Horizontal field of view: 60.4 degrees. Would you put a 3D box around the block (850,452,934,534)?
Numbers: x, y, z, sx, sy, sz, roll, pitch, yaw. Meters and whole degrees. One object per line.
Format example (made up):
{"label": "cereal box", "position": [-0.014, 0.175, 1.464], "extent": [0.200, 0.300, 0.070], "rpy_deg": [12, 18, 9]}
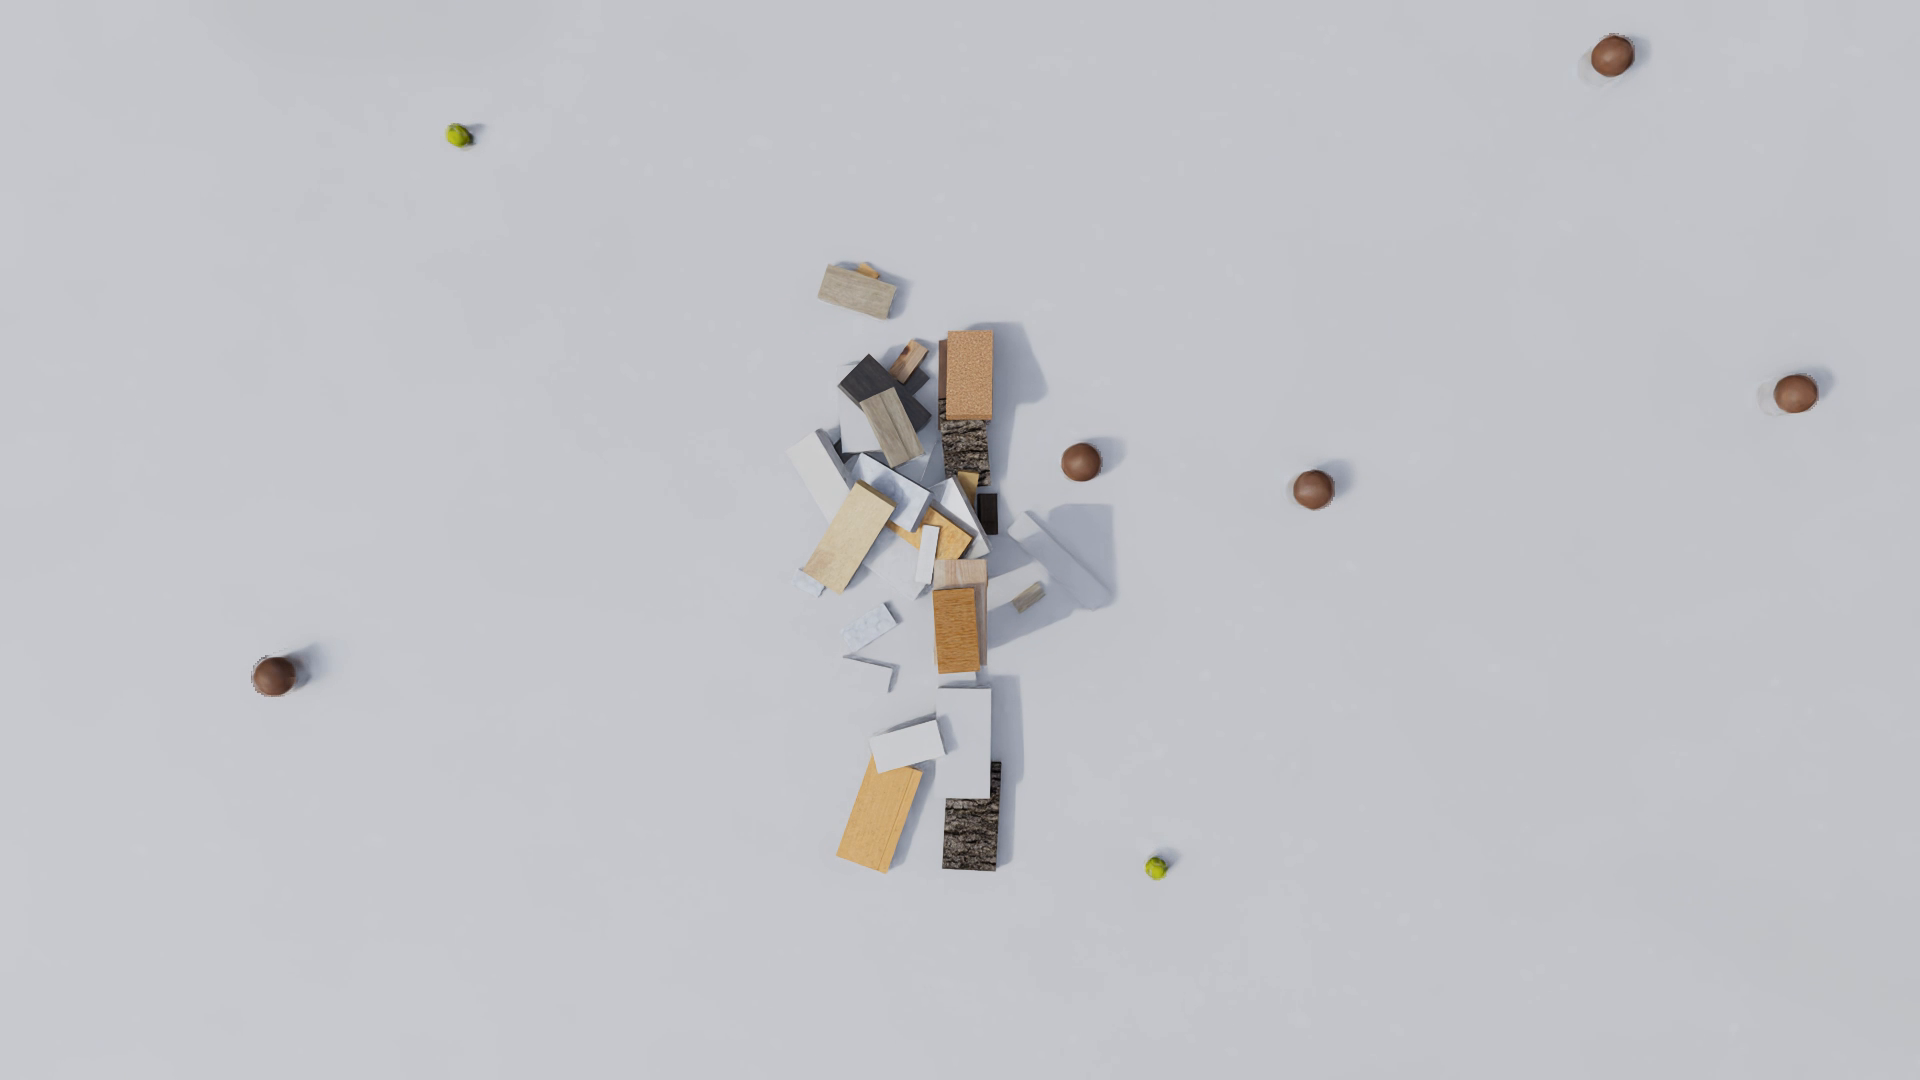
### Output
{"label": "block", "position": [-0.235, -0.156, 5.408], "extent": [0.291, 0.041, 0.145], "rpy_deg": [31, 99, 24]}

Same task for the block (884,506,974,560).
{"label": "block", "position": [-0.105, -0.033, 5.422], "extent": [0.275, 0.039, 0.138], "rpy_deg": [36, 101, 7]}

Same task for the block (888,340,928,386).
{"label": "block", "position": [-0.172, -0.590, 5.476], "extent": [0.070, 0.020, 0.140], "rpy_deg": [34, 87, 18]}

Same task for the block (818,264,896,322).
{"label": "block", "position": [-0.342, -0.820, 5.463], "extent": [0.237, 0.034, 0.118], "rpy_deg": [18, 90, 0]}

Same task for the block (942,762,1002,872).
{"label": "block", "position": [0.039, 0.913, 5.475], "extent": [0.178, 0.050, 0.356], "rpy_deg": [3, 90, 0]}

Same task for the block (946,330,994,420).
{"label": "block", "position": [0.032, -0.540, 5.393], "extent": [0.149, 0.042, 0.297], "rpy_deg": [0, 72, 3]}

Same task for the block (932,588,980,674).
{"label": "block", "position": [-0.012, 0.281, 5.105], "extent": [0.129, 0.036, 0.257], "rpy_deg": [-4, 90, 0]}

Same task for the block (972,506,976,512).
{"label": "block", "position": [0.029, -0.036, 5.475], "extent": [0.069, 0.020, 0.138], "rpy_deg": [-13, 101, 5]}

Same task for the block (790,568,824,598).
{"label": "block", "position": [-0.507, 0.144, 5.492], "extent": [0.107, 0.015, 0.054], "rpy_deg": [29, 90, 0]}

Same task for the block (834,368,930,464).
{"label": "block", "position": [-0.285, -0.401, 5.490], "extent": [0.070, 0.020, 0.455], "rpy_deg": [45, 90, 0]}

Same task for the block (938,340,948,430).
{"label": "block", "position": [0.003, -0.512, 5.479], "extent": [0.148, 0.042, 0.297], "rpy_deg": [0, 90, 0]}

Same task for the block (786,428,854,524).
{"label": "block", "position": [-0.439, -0.203, 5.438], "extent": [0.149, 0.042, 0.299], "rpy_deg": [-31, 90, 37]}

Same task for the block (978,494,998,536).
{"label": "block", "position": [0.092, -0.086, 5.472], "extent": [0.069, 0.020, 0.138], "rpy_deg": [-2, 90, -36]}

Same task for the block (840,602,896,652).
{"label": "block", "position": [-0.304, 0.291, 5.488], "extent": [0.173, 0.024, 0.086], "rpy_deg": [-33, 90, 0]}

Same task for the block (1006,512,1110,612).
{"label": "block", "position": [0.325, 0.073, 5.488], "extent": [0.392, 0.024, 0.086], "rpy_deg": [43, 90, 0]}

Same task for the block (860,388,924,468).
{"label": "block", "position": [-0.220, -0.366, 5.374], "extent": [0.118, 0.034, 0.237], "rpy_deg": [-26, 91, -18]}

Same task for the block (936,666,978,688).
{"label": "block", "position": [-0.005, 0.503, 5.482], "extent": [0.129, 0.036, 0.257], "rpy_deg": [-8, 90, 0]}

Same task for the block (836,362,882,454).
{"label": "block", "position": [-0.325, -0.435, 5.460], "extent": [0.145, 0.041, 0.291], "rpy_deg": [-5, 84, 4]}

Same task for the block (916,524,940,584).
{"label": "block", "position": [-0.106, 0.046, 5.402], "extent": [0.054, 0.015, 0.189], "rpy_deg": [10, 97, 11]}

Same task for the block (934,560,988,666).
{"label": "block", "position": [0.002, 0.225, 5.147], "extent": [0.165, 0.047, 0.329], "rpy_deg": [0, 90, 0]}

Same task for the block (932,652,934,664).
{"label": "block", "position": [-0.022, 0.373, 5.335], "extent": [0.129, 0.257, 0.036], "rpy_deg": [0, 90, 0]}

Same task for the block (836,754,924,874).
{"label": "block", "position": [-0.267, 0.906, 5.475], "extent": [0.178, 0.050, 0.356], "rpy_deg": [20, 90, 0]}

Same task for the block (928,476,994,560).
{"label": "block", "position": [-0.015, -0.061, 5.441], "extent": [0.138, 0.039, 0.275], "rpy_deg": [-25, 96, 24]}

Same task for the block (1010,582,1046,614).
{"label": "block", "position": [0.227, 0.193, 5.492], "extent": [0.107, 0.015, 0.054], "rpy_deg": [-36, 90, 0]}

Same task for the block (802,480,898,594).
{"label": "block", "position": [-0.361, -0.008, 5.400], "extent": [0.149, 0.042, 0.379], "rpy_deg": [33, 115, 0]}

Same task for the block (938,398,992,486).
{"label": "block", "position": [0.016, -0.324, 5.445], "extent": [0.148, 0.042, 0.297], "rpy_deg": [-5, 103, 1]}

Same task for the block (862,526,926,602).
{"label": "block", "position": [-0.229, 0.054, 5.479], "extent": [0.299, 0.042, 0.149], "rpy_deg": [37, 90, 0]}

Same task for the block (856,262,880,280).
{"label": "block", "position": [-0.336, -0.847, 5.490], "extent": [0.070, 0.020, 0.140], "rpy_deg": [36, 90, 0]}

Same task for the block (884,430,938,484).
{"label": "block", "position": [-0.188, -0.239, 5.480], "extent": [0.138, 0.039, 0.275], "rpy_deg": [21, 90, 0]}

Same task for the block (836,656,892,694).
{"label": "block", "position": [-0.318, 0.451, 5.488], "extent": [0.173, 0.024, 0.086], "rpy_deg": [13, 90, 0]}

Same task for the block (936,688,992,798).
{"label": "block", "position": [0.011, 0.668, 5.428], "extent": [0.178, 0.050, 0.356], "rpy_deg": [1, 87, 0]}

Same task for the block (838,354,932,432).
{"label": "block", "position": [-0.247, -0.457, 5.417], "extent": [0.291, 0.041, 0.145], "rpy_deg": [44, 73, -8]}

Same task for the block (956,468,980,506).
{"label": "block", "position": [0.019, -0.165, 5.451], "extent": [0.069, 0.020, 0.138], "rpy_deg": [7, 117, -5]}

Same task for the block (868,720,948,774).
{"label": "block", "position": [-0.170, 0.677, 5.408], "extent": [0.237, 0.034, 0.118], "rpy_deg": [-17, 83, 13]}
